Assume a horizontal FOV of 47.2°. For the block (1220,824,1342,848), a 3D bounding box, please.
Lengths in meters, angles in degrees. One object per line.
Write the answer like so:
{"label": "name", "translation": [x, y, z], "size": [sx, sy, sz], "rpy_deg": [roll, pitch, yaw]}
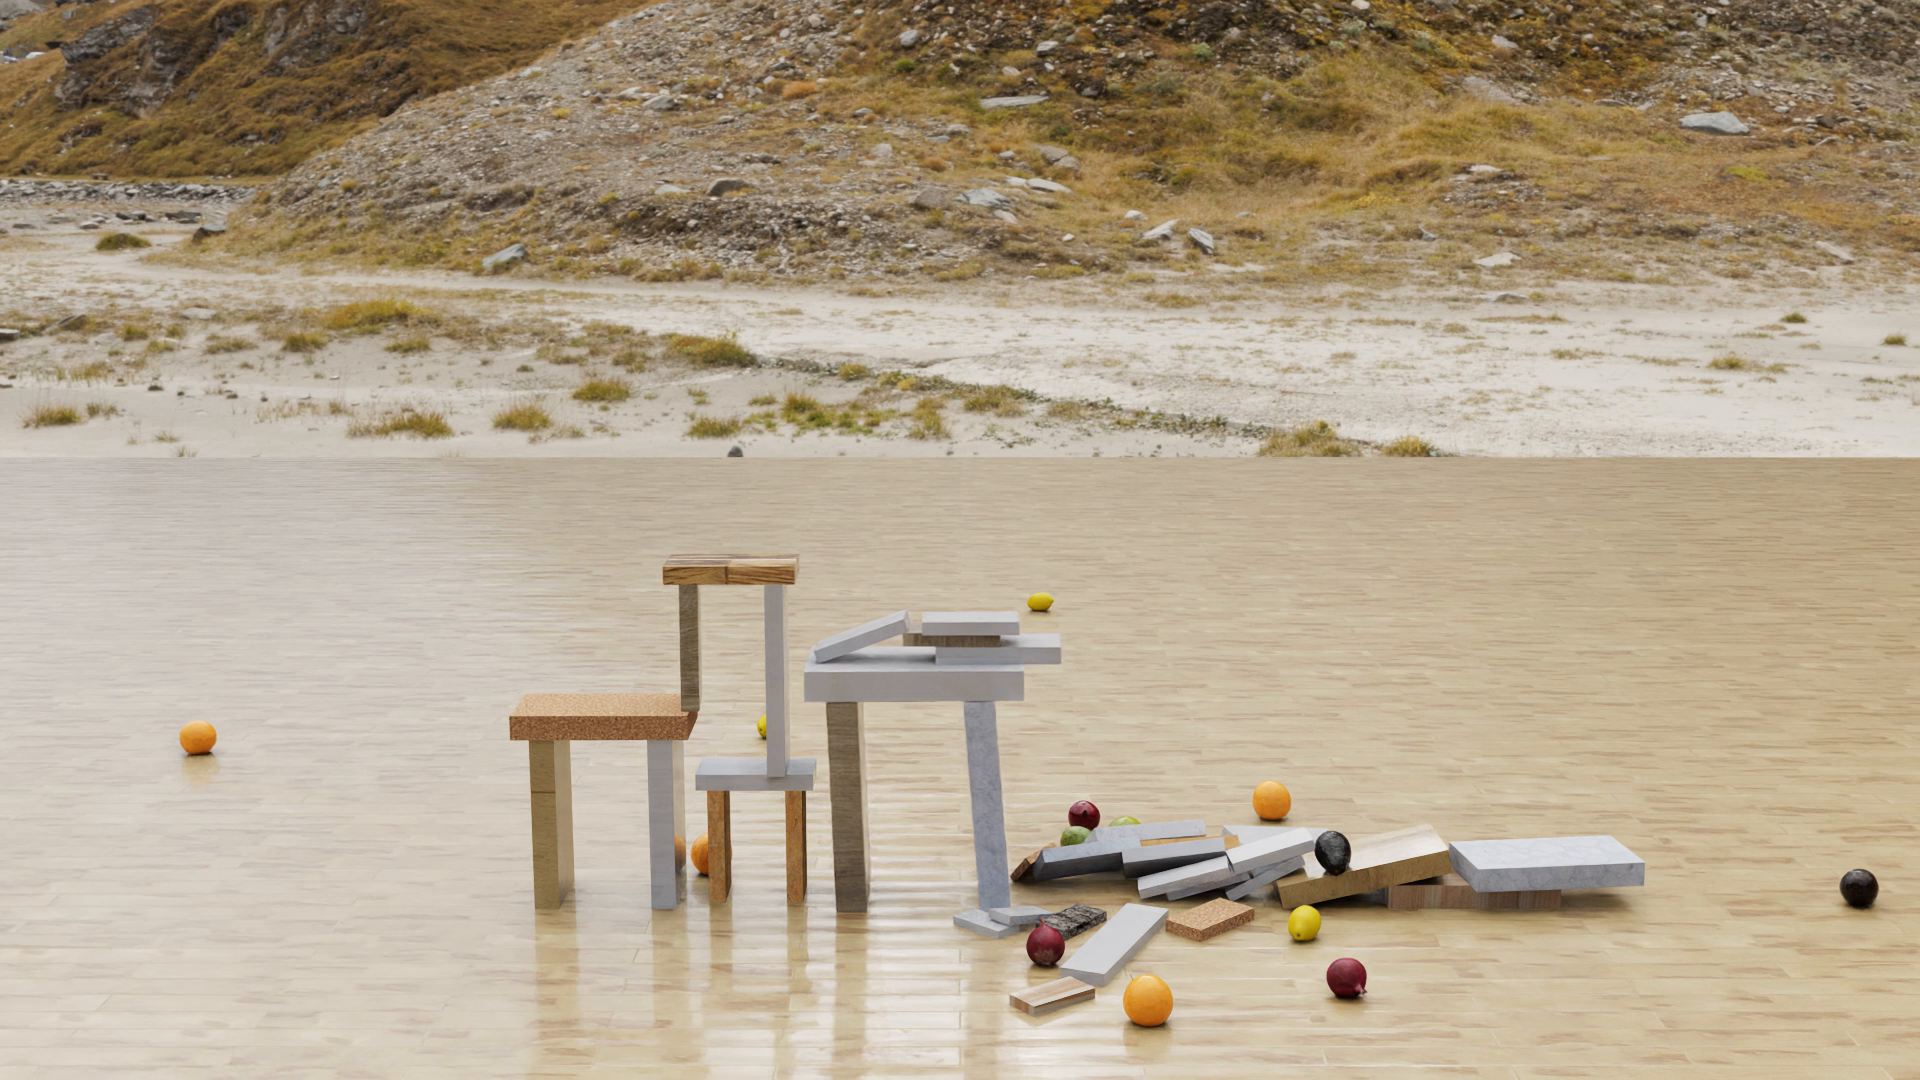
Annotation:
{"label": "block", "translation": [0.568, 0.531, 3.831], "size": [0.203, 0.029, 0.101], "rpy_deg": [4, 12, -17]}

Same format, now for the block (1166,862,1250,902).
{"label": "block", "translation": [0.409, 0.562, 3.660], "size": [0.139, 0.020, 0.069], "rpy_deg": [-16, 10, 4]}

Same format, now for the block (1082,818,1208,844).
{"label": "block", "translation": [0.312, 0.521, 3.786], "size": [0.203, 0.029, 0.101], "rpy_deg": [-2, -30, -19]}

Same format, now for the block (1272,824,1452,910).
{"label": "block", "translation": [0.661, 0.541, 3.652], "size": [0.282, 0.040, 0.141], "rpy_deg": [-13, 10, 2]}

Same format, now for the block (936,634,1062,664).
{"label": "block", "translation": [0.062, 0.178, 3.594], "size": [0.202, 0.029, 0.101], "rpy_deg": [0, 11, 1]}

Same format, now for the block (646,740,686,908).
{"label": "block", "translation": [-0.485, 0.450, 3.642], "size": [0.041, 0.286, 0.143], "rpy_deg": [0, 11, 0]}

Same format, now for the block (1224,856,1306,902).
{"label": "block", "translation": [0.504, 0.550, 3.652], "size": [0.139, 0.020, 0.069], "rpy_deg": [-28, 9, 6]}

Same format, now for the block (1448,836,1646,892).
{"label": "block", "translation": [0.968, 0.535, 3.637], "size": [0.282, 0.040, 0.141], "rpy_deg": [-1, 11, -7]}

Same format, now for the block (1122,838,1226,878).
{"label": "block", "translation": [0.361, 0.536, 3.702], "size": [0.171, 0.024, 0.085], "rpy_deg": [-7, -27, 4]}

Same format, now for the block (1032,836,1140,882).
{"label": "block", "translation": [0.214, 0.539, 3.718], "size": [0.171, 0.024, 0.085], "rpy_deg": [-6, -28, -14]}

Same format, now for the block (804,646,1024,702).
{"label": "block", "translation": [-0.073, 0.218, 3.598], "size": [0.352, 0.050, 0.176], "rpy_deg": [0, 11, 0]}

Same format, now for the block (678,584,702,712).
{"label": "block", "translation": [-0.440, 0.165, 3.594], "size": [0.030, 0.211, 0.105], "rpy_deg": [0, 11, -4]}

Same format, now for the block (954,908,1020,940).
{"label": "block", "translation": [0.042, 0.613, 3.509], "size": [0.099, 0.014, 0.049], "rpy_deg": [10, 14, 43]}

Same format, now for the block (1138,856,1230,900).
{"label": "block", "translation": [0.371, 0.558, 3.640], "size": [0.152, 0.016, 0.058], "rpy_deg": [-15, 10, 7]}

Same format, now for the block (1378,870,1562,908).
{"label": "block", "translation": [0.841, 0.571, 3.663], "size": [0.282, 0.040, 0.141], "rpy_deg": [0, 11, 0]}

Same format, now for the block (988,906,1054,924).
{"label": "block", "translation": [0.098, 0.601, 3.520], "size": [0.099, 0.014, 0.050], "rpy_deg": [5, 3, -43]}

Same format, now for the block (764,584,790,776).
{"label": "block", "translation": [-0.299, 0.219, 3.598], "size": [0.030, 0.318, 0.105], "rpy_deg": [0, 11, 0]}

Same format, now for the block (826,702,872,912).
{"label": "block", "translation": [-0.183, 0.417, 3.634], "size": [0.050, 0.352, 0.176], "rpy_deg": [-2, 11, 0]}

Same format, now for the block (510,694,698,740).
{"label": "block", "translation": [-0.582, 0.290, 3.608], "size": [0.286, 0.041, 0.143], "rpy_deg": [0, 11, 0]}

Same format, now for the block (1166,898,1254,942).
{"label": "block", "translation": [0.401, 0.608, 3.520], "size": [0.070, 0.020, 0.140], "rpy_deg": [10, 14, 43]}

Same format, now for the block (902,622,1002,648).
{"label": "block", "translation": [-0.012, 0.154, 3.583], "size": [0.156, 0.022, 0.078], "rpy_deg": [0, 11, 3]}

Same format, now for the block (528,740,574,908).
{"label": "block", "translation": [-0.675, 0.450, 3.641], "size": [0.041, 0.286, 0.143], "rpy_deg": [0, 11, 0]}

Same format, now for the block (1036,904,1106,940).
{"label": "block", "translation": [0.178, 0.610, 3.515], "size": [0.058, 0.016, 0.115], "rpy_deg": [8, 13, 37]}

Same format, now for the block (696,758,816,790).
{"label": "block", "translation": [-0.336, 0.387, 3.636], "size": [0.192, 0.027, 0.096], "rpy_deg": [0, 11, 0]}

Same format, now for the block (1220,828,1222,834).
{"label": "block", "translation": [0.495, 0.541, 3.877], "size": [0.070, 0.020, 0.140], "rpy_deg": [1, 11, 6]}

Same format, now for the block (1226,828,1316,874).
{"label": "block", "translation": [0.514, 0.514, 3.639], "size": [0.139, 0.020, 0.069], "rpy_deg": [-17, 10, 0]}

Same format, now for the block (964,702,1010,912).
{"label": "block", "translation": [0.044, 0.416, 3.635], "size": [0.050, 0.352, 0.176], "rpy_deg": [-4, 10, 1]}

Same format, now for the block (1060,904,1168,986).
{"label": "block", "translation": [0.243, 0.627, 3.418], "size": [0.070, 0.020, 0.304], "rpy_deg": [5, 11, 23]}

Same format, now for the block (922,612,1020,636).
{"label": "block", "translation": [0.017, 0.135, 3.565], "size": [0.156, 0.022, 0.078], "rpy_deg": [0, 11, 1]}

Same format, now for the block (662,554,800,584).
{"label": "block", "translation": [-0.370, 0.047, 3.566], "size": [0.211, 0.030, 0.105], "rpy_deg": [0, 11, 0]}

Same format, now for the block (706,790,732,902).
{"label": "block", "translation": [-0.400, 0.495, 3.656], "size": [0.027, 0.192, 0.096], "rpy_deg": [0, 11, 0]}

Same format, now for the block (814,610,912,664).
{"label": "block", "translation": [-0.158, 0.157, 3.588], "size": [0.156, 0.022, 0.078], "rpy_deg": [-20, 9, 6]}

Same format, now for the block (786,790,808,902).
{"label": "block", "translation": [-0.272, 0.495, 3.656], "size": [0.027, 0.192, 0.096], "rpy_deg": [0, 11, 0]}

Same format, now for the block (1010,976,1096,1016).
{"label": "block", "translation": [0.135, 0.666, 3.212], "size": [0.115, 0.016, 0.058], "rpy_deg": [-8, 13, -37]}

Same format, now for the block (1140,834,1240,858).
{"label": "block", "translation": [0.385, 0.535, 3.759], "size": [0.171, 0.024, 0.085], "rpy_deg": [-3, -27, -6]}

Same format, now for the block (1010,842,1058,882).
{"label": "block", "translation": [0.126, 0.550, 3.755], "size": [0.014, 0.050, 0.099], "rpy_deg": [46, 28, 16]}
